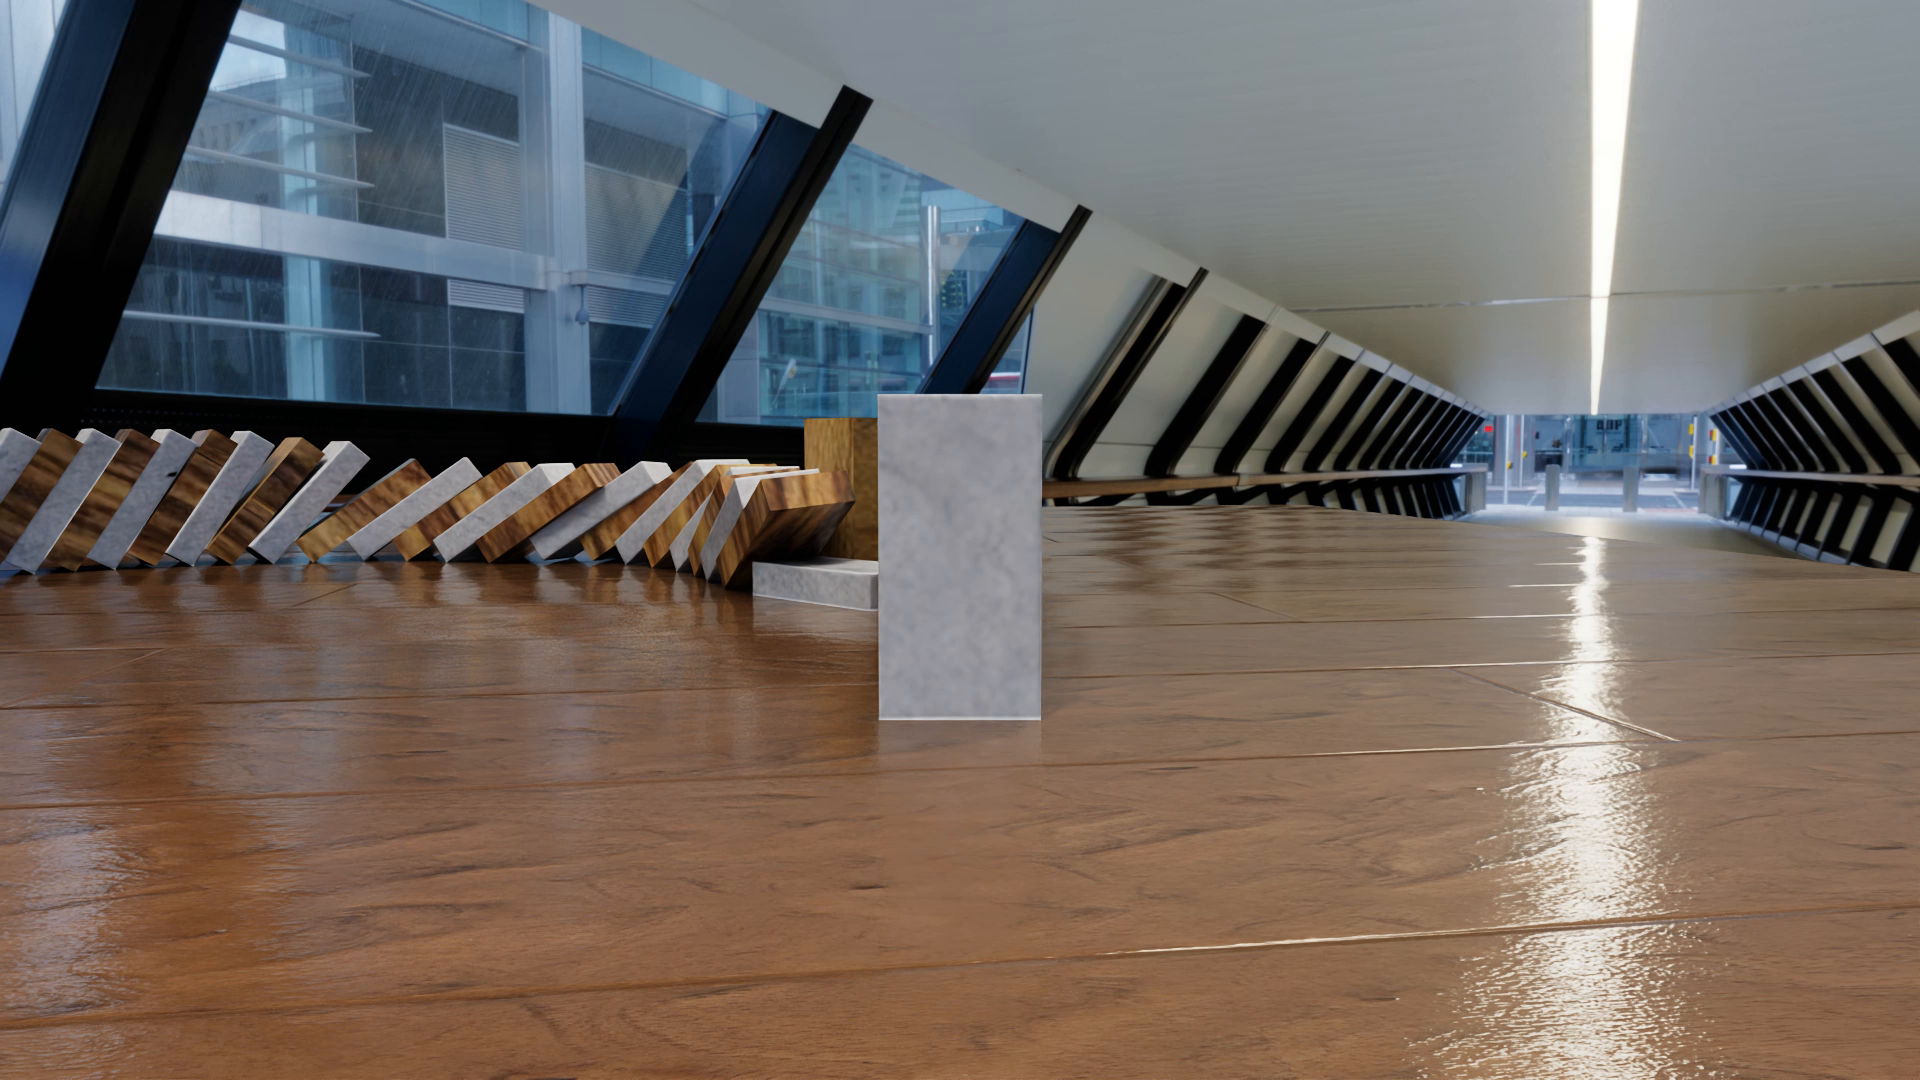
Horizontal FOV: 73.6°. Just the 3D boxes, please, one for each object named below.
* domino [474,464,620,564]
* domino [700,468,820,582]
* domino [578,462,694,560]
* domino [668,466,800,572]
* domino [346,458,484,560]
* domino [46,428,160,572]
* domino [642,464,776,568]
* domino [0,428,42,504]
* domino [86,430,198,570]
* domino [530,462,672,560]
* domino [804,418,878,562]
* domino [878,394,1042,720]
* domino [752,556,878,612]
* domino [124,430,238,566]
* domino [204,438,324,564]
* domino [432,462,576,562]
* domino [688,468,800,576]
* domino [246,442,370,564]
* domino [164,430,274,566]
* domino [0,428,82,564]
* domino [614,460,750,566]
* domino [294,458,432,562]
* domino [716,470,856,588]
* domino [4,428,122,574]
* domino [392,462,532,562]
[{"bbox_3d":[-0.147,-0.010,0.464,0.050,0.009,0.025,-33,-2,10],"label":"domino"},{"bbox_3d":[-0.059,-0.004,0.381,0.025,0.009,0.050,-9,-22,-27],"label":"domino"},{"bbox_3d":[-0.111,-0.011,0.466,0.050,0.010,0.025,-33,-3,9],"label":"domino"},{"bbox_3d":[-0.073,-0.007,0.420,0.025,0.009,0.050,-4,-28,-40],"label":"domino"},{"bbox_3d":[-0.203,-0.012,0.480,0.050,0.010,0.025,-38,14,-12],"label":"domino"},{"bbox_3d":[-0.295,-0.014,0.439,0.025,0.050,0.010,5,-25,48],"label":"domino"},{"bbox_3d":[-0.084,-0.008,0.436,0.025,0.010,0.050,-5,-27,-48],"label":"domino"},{"bbox_3d":[-0.319,-0.012,0.416,0.025,0.050,0.010,5,-25,48],"label":"domino"},{"bbox_3d":[-0.287,-0.015,0.447,0.025,0.050,0.010,5,-25,48],"label":"domino"},{"bbox_3d":[-0.129,-0.011,0.466,0.050,0.010,0.025,-33,-3,7],"label":"domino"},{"bbox_3d":[-0.035,-0.011,0.379,0.009,0.050,0.025,-4,6,-40],"label":"domino"},{"bbox_3d":[0.000,0.002,0.201,0.025,0.050,0.010,0,4,0],"label":"domino"},{"bbox_3d":[-0.032,0.011,0.352,0.050,0.010,0.025,4,6,44],"label":"domino"},{"bbox_3d":[-0.278,-0.015,0.454,0.025,0.050,0.010,3,-28,47],"label":"domino"},{"bbox_3d":[-0.254,-0.015,0.466,0.025,0.050,0.009,5,-33,50],"label":"domino"},{"bbox_3d":[-0.164,-0.010,0.468,0.050,0.010,0.025,-33,-2,11],"label":"domino"},{"bbox_3d":[-0.067,-0.005,0.399,0.025,0.009,0.050,-9,-22,-27],"label":"domino"},{"bbox_3d":[-0.241,-0.014,0.471,0.025,0.050,0.009,5,-35,50],"label":"domino"},{"bbox_3d":[-0.267,-0.015,0.460,0.025,0.050,0.010,5,-26,49],"label":"domino"},{"bbox_3d":[-0.311,-0.013,0.424,0.025,0.050,0.009,5,-25,48],"label":"domino"},{"bbox_3d":[-0.096,-0.010,0.450,0.050,0.010,0.025,-39,-17,29],"label":"domino"},{"bbox_3d":[-0.222,-0.012,0.477,0.050,0.009,0.025,-40,20,-19],"label":"domino"},{"bbox_3d":[-0.050,-0.002,0.364,0.025,0.009,0.050,-8,-22,-29],"label":"domino"},{"bbox_3d":[-0.304,-0.014,0.432,0.025,0.050,0.010,5,-25,48],"label":"domino"},{"bbox_3d":[-0.183,-0.011,0.477,0.050,0.010,0.025,-34,5,1],"label":"domino"}]
